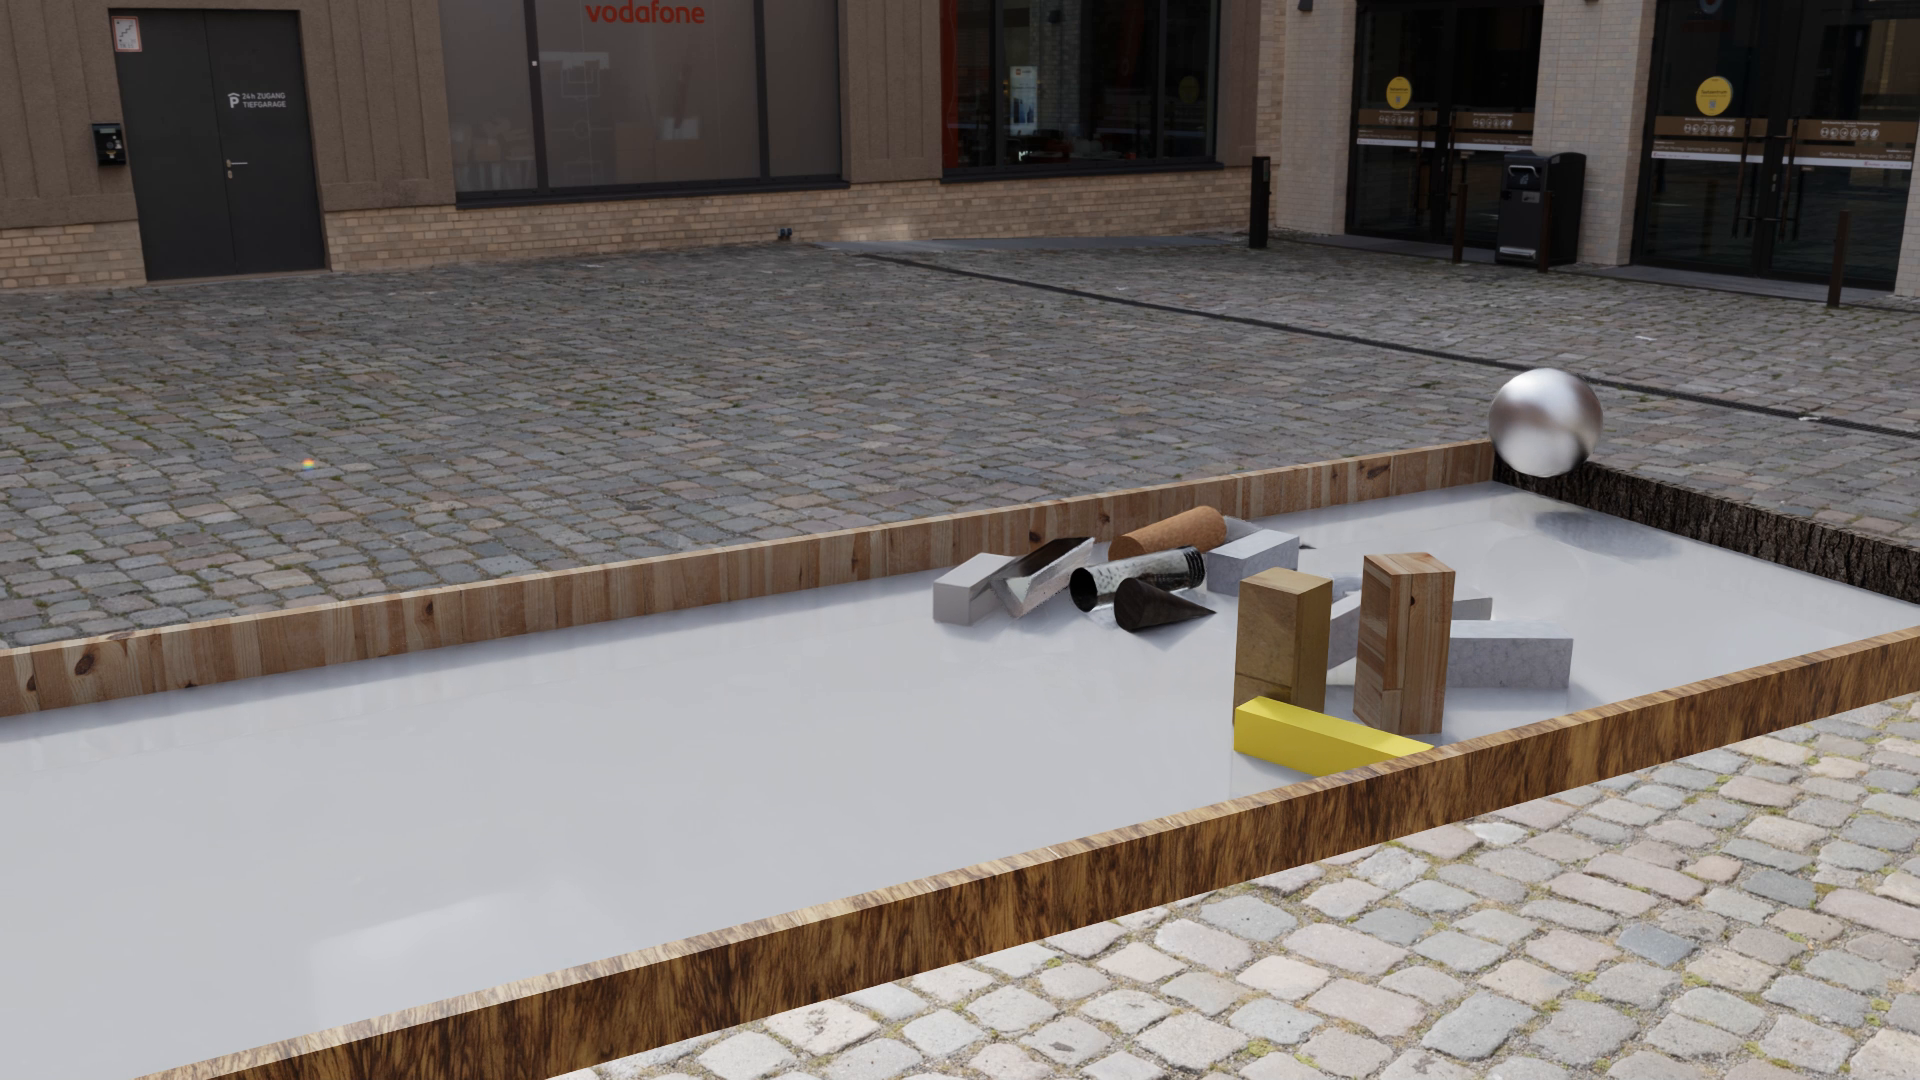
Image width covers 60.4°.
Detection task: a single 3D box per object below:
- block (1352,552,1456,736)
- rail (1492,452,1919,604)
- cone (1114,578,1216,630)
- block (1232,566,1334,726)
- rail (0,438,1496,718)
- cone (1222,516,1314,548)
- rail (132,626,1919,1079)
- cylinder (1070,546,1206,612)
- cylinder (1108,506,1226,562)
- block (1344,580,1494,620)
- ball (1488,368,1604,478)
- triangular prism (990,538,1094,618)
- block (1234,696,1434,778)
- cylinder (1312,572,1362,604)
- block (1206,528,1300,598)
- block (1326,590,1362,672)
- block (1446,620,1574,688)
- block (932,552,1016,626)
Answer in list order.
[{"bbox_3d":[1.030,0.242,3.836,0.154,0.393,0.154,-3,17,-9],"label":"block"},{"bbox_3d":[2.466,-0.048,5.253,0.050,0.150,2.100,-9,18,-27],"label":"rail"},{"bbox_3d":[0.594,0.190,4.584,0.306,0.144,0.144,7,12,-28],"label":"cone"},{"bbox_3d":[0.748,0.263,3.829,0.153,0.355,0.153,15,21,41],"label":"block"},{"bbox_3d":[-3.305,0.497,3.399,12.000,0.150,0.050,-9,18,-27],"label":"rail"},{"bbox_3d":[0.968,-0.009,5.296,0.373,0.103,0.103,12,19,12],"label":"cone"},{"bbox_3d":[-2.336,1.006,1.665,12.000,0.150,0.050,-9,18,-27],"label":"rail"},{"bbox_3d":[0.514,0.110,4.755,0.398,0.128,0.128,-11,19,-32],"label":"cylinder"},{"bbox_3d":[0.642,0.008,5.079,0.140,0.140,0.446,13,21,38],"label":"cylinder"},{"bbox_3d":[1.200,0.217,4.345,0.352,0.153,0.153,-5,17,-17],"label":"block"},{"bbox_3d":[2.015,-0.404,5.679,0.374,0.374,0.374,0,16,0],"label":"ball"},{"bbox_3d":[0.260,0.079,4.773,0.116,0.134,0.444,-39,-6,31],"label":"triangular prism"},{"bbox_3d":[0.813,0.457,3.620,0.430,0.102,0.102,14,21,40],"label":"block"},{"bbox_3d":[1.018,0.149,4.663,0.352,0.105,0.105,-1,16,-5],"label":"cylinder"},{"bbox_3d":[0.875,0.067,4.916,0.118,0.118,0.321,14,21,39],"label":"block"},{"bbox_3d":[0.928,0.239,4.109,0.353,0.112,0.112,-25,9,-13],"label":"block"},{"bbox_3d":[1.312,0.286,4.149,0.403,0.132,0.132,0,16,1],"label":"block"},{"bbox_3d":[0.044,0.137,4.688,0.113,0.113,0.312,8,18,25],"label":"block"}]
